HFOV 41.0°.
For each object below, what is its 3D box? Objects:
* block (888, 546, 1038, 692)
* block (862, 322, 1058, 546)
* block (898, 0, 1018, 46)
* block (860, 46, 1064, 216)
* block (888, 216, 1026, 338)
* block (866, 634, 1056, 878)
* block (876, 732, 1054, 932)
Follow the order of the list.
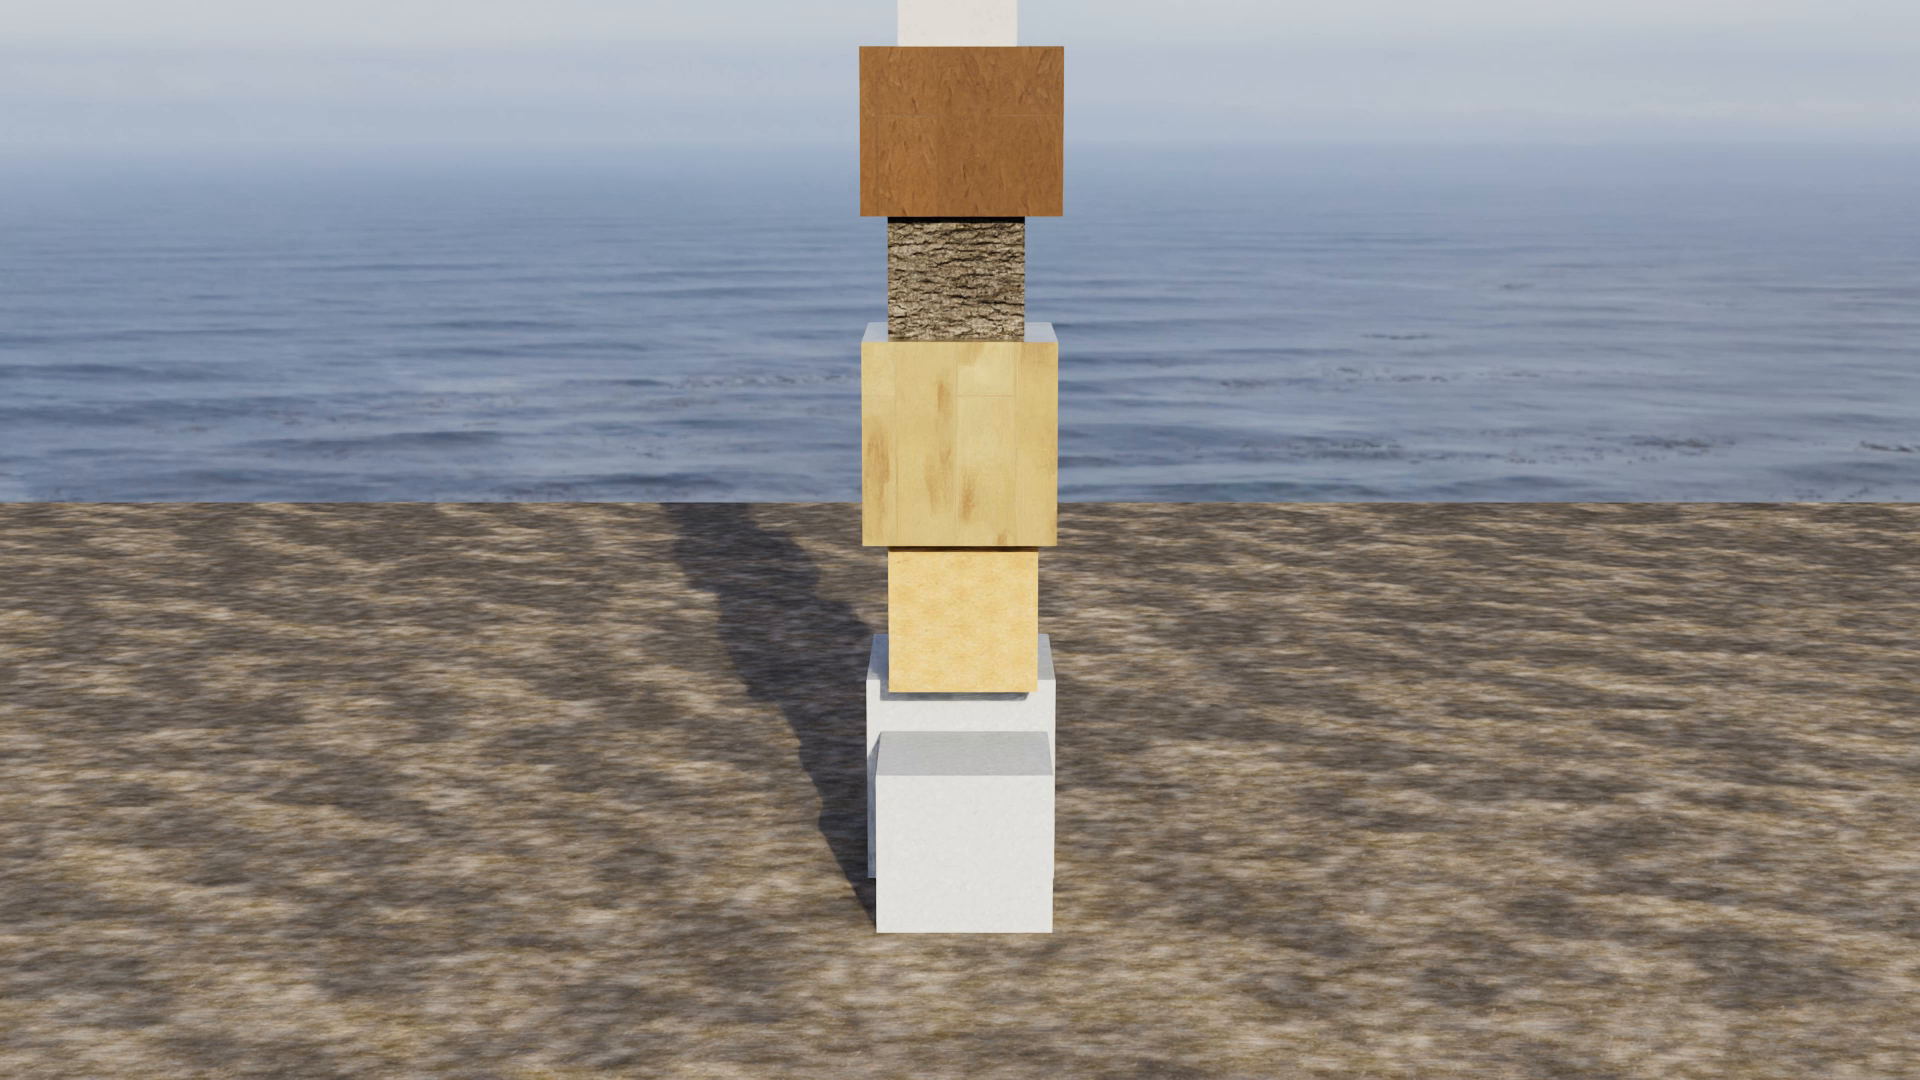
[{"bbox_3d":[0.014,0.270,11.229,0.634,0.654,0.645,0,10,0],"label":"block"},{"bbox_3d":[-0.001,-0.473,11.094,0.813,0.856,0.859,0,10,0],"label":"block"},{"bbox_3d":[-0.011,-2.352,10.753,0.488,0.563,0.577,0,10,0],"label":"block"},{"bbox_3d":[0.007,-1.737,10.865,0.835,0.689,0.724,0,10,0],"label":"block"},{"bbox_3d":[-0.015,-1.146,10.972,0.571,0.512,0.578,0,10,0],"label":"block"},{"bbox_3d":[0.004,0.968,11.729,0.823,0.898,0.938,0,10,0],"label":"block"},{"bbox_3d":[0.019,1.231,10.922,0.727,0.671,0.723,0,10,0],"label":"block"}]
